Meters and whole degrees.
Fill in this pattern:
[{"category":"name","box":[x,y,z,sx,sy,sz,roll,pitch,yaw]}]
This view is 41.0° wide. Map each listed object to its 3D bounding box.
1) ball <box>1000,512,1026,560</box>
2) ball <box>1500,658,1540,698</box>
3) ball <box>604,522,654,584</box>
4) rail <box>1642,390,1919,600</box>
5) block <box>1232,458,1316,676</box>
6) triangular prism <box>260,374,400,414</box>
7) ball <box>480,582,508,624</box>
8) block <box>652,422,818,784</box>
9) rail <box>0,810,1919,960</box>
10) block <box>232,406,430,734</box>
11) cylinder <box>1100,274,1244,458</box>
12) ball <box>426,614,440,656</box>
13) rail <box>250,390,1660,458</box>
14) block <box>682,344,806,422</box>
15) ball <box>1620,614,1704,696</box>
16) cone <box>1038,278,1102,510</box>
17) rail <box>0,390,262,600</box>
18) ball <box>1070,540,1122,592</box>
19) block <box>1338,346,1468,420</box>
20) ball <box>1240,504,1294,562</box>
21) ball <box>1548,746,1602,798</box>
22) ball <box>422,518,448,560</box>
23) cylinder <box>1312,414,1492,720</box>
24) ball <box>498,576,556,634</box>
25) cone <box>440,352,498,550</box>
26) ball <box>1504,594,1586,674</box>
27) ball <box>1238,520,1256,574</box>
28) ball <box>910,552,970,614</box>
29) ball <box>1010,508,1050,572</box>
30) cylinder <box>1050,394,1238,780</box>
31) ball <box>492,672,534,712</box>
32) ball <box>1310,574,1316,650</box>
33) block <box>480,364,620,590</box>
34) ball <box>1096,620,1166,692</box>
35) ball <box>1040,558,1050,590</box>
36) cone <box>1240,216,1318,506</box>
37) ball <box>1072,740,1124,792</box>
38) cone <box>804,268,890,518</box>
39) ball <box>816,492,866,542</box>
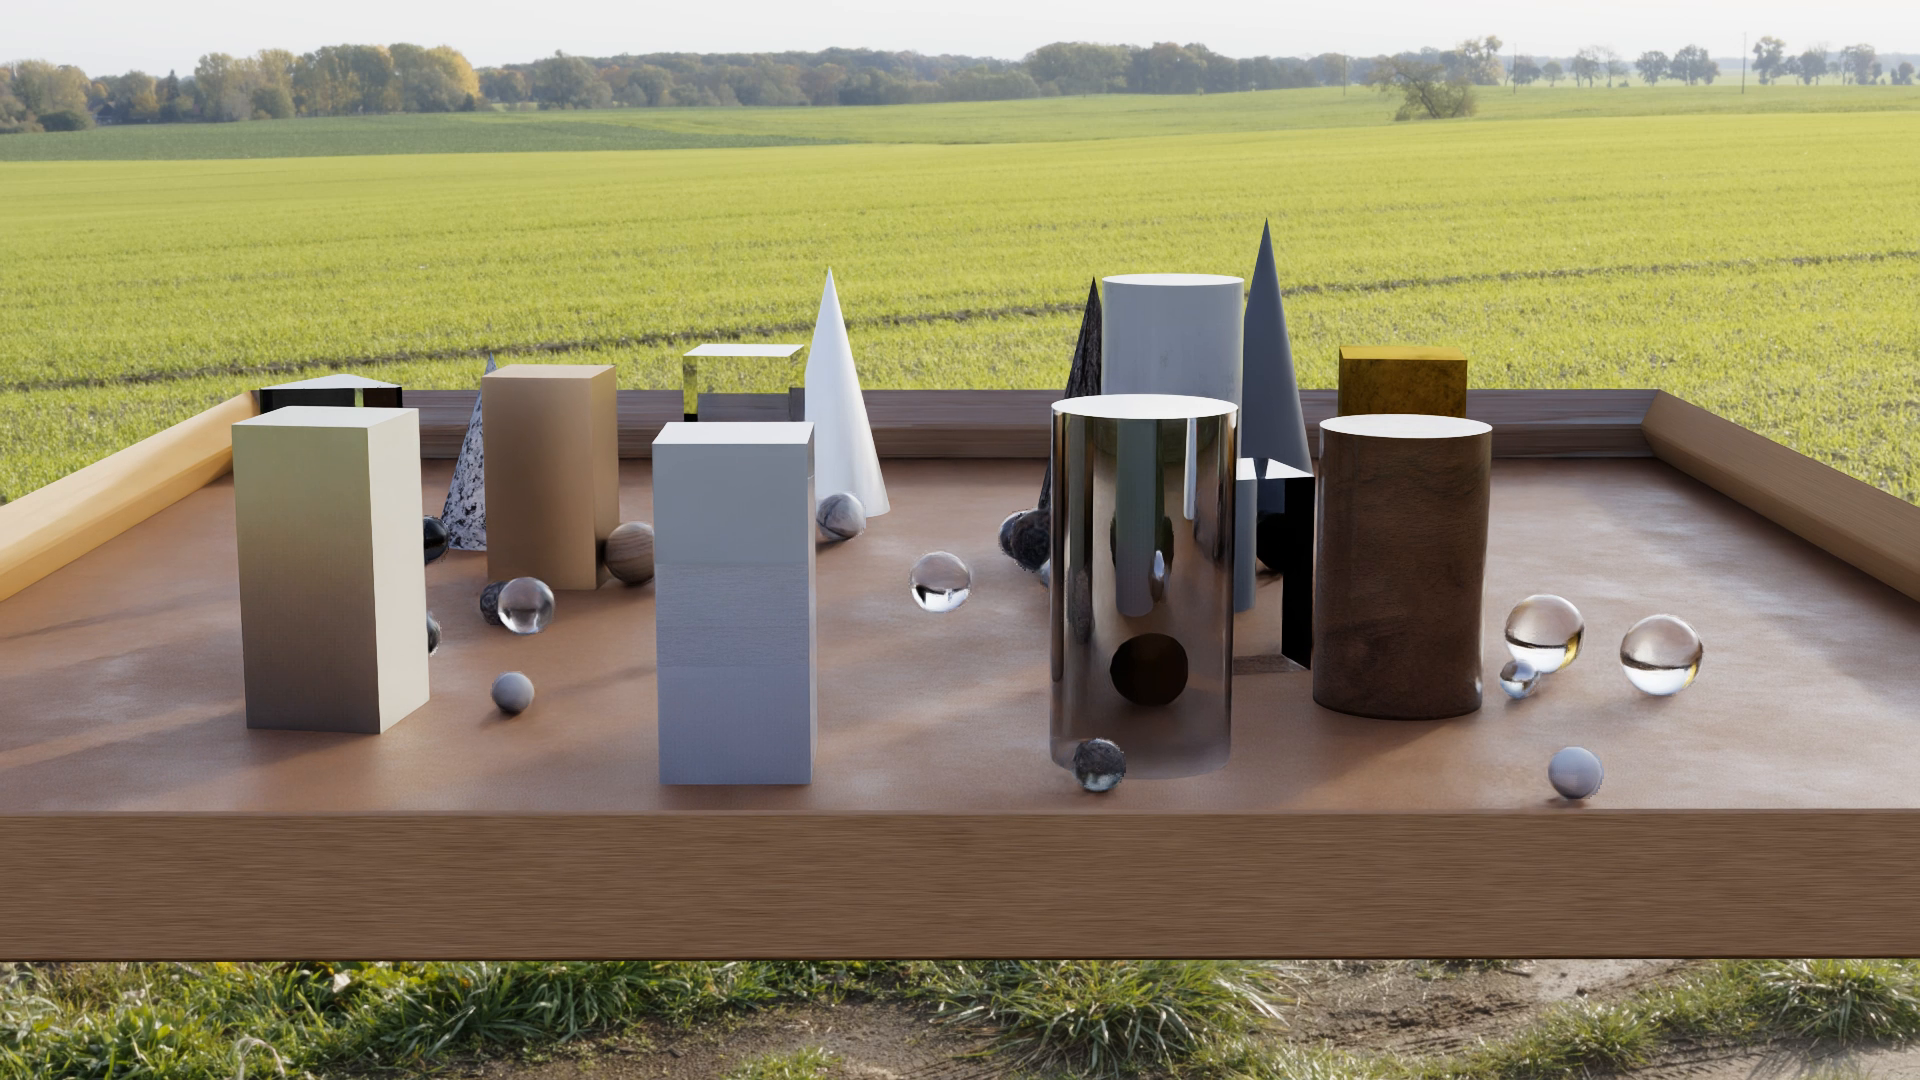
[{"category":"ball","box":[0.096,-0.005,3.797,0.075,0.075,0.075,0,11,0]},{"category":"ball","box":[0.651,0.161,2.981,0.046,0.046,0.046,0,11,0]},{"category":"ball","box":[-0.461,0.018,3.636,0.087,0.087,0.087,0,11,0]},{"category":"rail","box":[1.293,0.031,3.456,0.045,0.126,2.746,0,11,0]},{"category":"block","box":[0.331,0.031,3.151,0.155,0.239,0.155,-3,11,-15]},{"category":"triangular prism","box":[-0.780,-0.035,3.242,0.168,0.335,0.145,-1,11,-7]},{"category":"ball","box":[-0.604,0.082,3.374,0.057,0.057,0.057,0,11,0]},{"category":"block","box":[-0.231,0.063,2.671,0.155,0.352,0.155,0,11,-1]},{"category":"rail","box":[0.008,0.279,2.122,2.634,0.126,0.045,0,11,0]},{"category":"block","box":[-0.703,0.030,2.879,0.155,0.340,0.155,2,11,8]},{"category":"cylinder","box":[0.290,-0.141,3.537,0.194,0.436,0.194,0,11,0]},{"category":"ball","box":[-0.675,0.117,3.172,0.062,0.062,0.062,0,11,0]},{"category":"rail","box":[-0.008,-0.214,4.776,2.634,0.126,0.045,0,11,0]},{"category":"block","box":[-0.319,-0.130,3.831,0.155,0.308,0.155,1,11,5]},{"category":"ball","box":[0.818,0.135,2.990,0.094,0.094,0.094,0,11,0]},{"category":"cone","box":[0.201,-0.195,3.885,0.194,0.415,0.194,0,11,0]},{"category":"rail","box":[-1.293,0.034,3.442,0.045,0.126,2.746,0,11,0]},{"category":"ball","box":[0.184,0.036,3.487,0.071,0.071,0.071,0,11,0]},{"category":"block","box":[0.572,-0.067,3.356,0.155,0.357,0.155,1,11,6]},{"category":"ball","box":[0.452,-0.009,3.791,0.085,0.085,0.085,0,11,0]},{"category":"ball","box":[0.617,0.233,2.574,0.052,0.052,0.052,0,11,0]},{"category":"ball","box":[-0.791,-0.001,3.805,0.065,0.065,0.065,0,11,0]},{"category":"cylinder","box":[0.507,0.028,2.947,0.194,0.321,0.194,0,11,0]},{"category":"ball","box":[-0.560,0.084,3.316,0.075,0.075,0.075,0,11,0]},{"category":"cone","box":[-0.718,-0.145,3.957,0.194,0.292,0.194,0,11,0]},{"category":"ball","box":[0.707,0.113,3.100,0.096,0.096,0.096,0,11,0]},{"category":"ball","box":[0.379,0.008,3.682,0.090,0.090,0.090,0,11,0]},{"category":"ball","box":[-0.027,0.057,3.441,0.083,0.083,0.083,0,11,0]},{"category":"ball","box":[0.119,0.001,3.714,0.093,0.093,0.093,0,11,0]},{"category":"cylinder","box":[0.192,0.045,2.704,0.194,0.375,0.194,0,11,0]},{"category":"ball","box":[-0.507,0.173,2.915,0.046,0.046,0.046,0,11,0]},{"category":"ball","box":[0.445,0.090,3.221,0.097,0.097,0.097,0,11,0]},{"category":"block","box":[-0.579,-0.092,3.648,0.155,0.299,0.155,1,11,5]},{"category":"ball","box":[0.200,0.137,3.008,0.084,0.084,0.084,0,11,0]},{"category":"ball","box":[0.139,0.048,3.570,0.053,0.053,0.053,0,11,0]},{"category":"cone","box":[0.507,-0.301,4.282,0.194,0.479,0.194,0,11,0]},{"category":"ball","box":[0.140,0.228,2.600,0.053,0.053,0.053,0,11,0]},{"category":"cone","box":[-0.212,-0.248,4.209,0.194,0.402,0.194,0,11,0]},{"category":"ball","box":[-0.185,-0.036,3.958,0.076,0.076,0.076,0,11,0]}]
